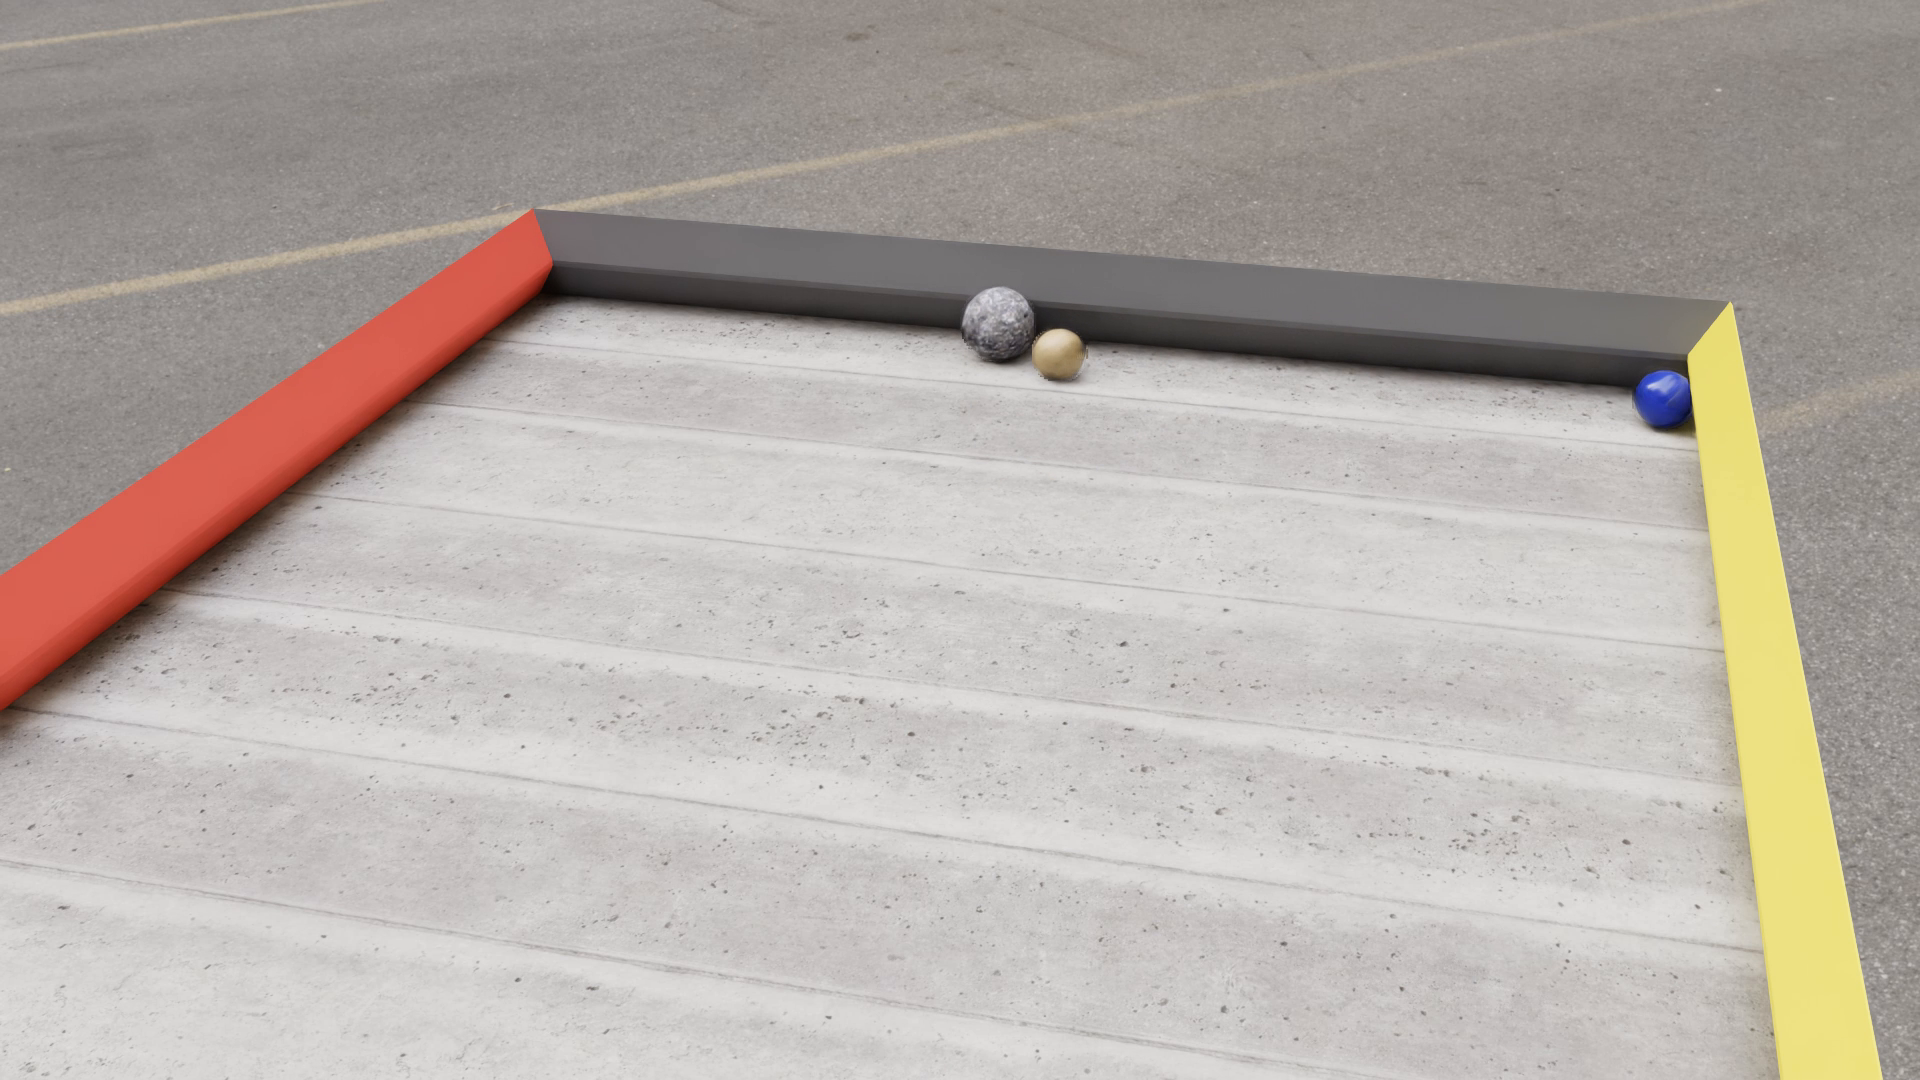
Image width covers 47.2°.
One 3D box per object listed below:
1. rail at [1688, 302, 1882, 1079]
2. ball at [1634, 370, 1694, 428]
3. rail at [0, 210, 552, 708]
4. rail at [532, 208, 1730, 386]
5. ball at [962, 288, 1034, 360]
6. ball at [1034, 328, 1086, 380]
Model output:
[{"bbox_3d":[0.563,0.361,1.443,0.045,0.119,2.860,6,26,13],"label":"rail"},{"bbox_3d":[0.836,-0.167,2.610,0.069,0.069,0.069,0,26,0],"label":"ball"},{"bbox_3d":[-0.913,0.200,1.779,0.045,0.119,2.860,6,26,13],"label":"rail"},{"bbox_3d":[0.169,-0.307,2.842,1.570,0.119,0.045,6,26,13],"label":"rail"},{"bbox_3d":[0.049,-0.277,2.813,0.092,0.092,0.092,0,26,0],"label":"ball"},{"bbox_3d":[0.124,-0.233,2.752,0.064,0.064,0.064,0,26,0],"label":"ball"}]
